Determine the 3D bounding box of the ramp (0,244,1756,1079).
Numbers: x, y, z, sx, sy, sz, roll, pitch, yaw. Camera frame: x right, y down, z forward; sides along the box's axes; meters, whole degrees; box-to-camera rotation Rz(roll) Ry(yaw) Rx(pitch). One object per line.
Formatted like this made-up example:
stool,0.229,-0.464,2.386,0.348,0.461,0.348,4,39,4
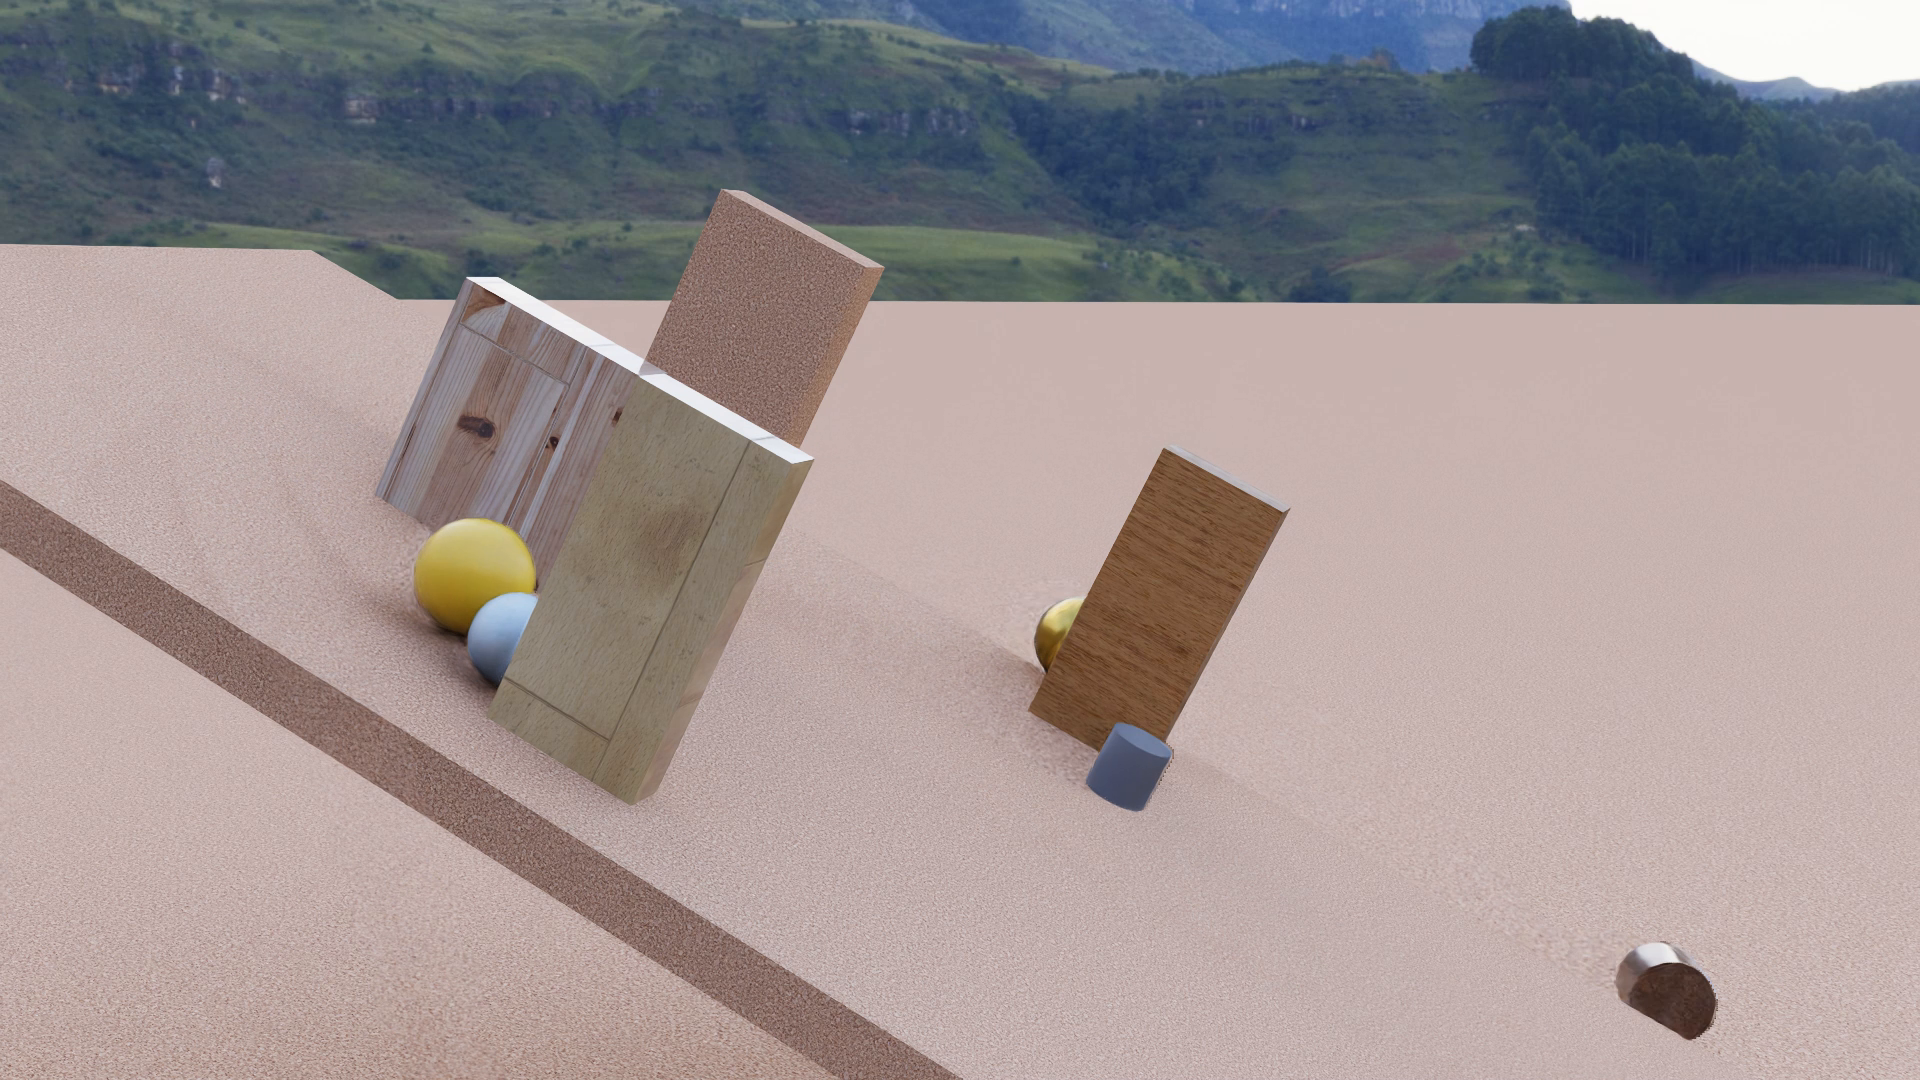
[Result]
ramp,-0.235,0.394,4.155,4.000,0.100,2.000,29,14,12

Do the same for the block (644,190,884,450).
block,-0.467,-0.264,4.313,0.328,0.768,0.109,29,14,12

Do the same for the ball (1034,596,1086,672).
ball,0.272,0.232,5.027,0.205,0.205,0.205,0,7,0

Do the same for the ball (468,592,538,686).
ball,-0.721,0.164,3.575,0.155,0.155,0.155,0,7,0

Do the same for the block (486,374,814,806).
block,-0.482,0.077,3.392,0.277,0.601,0.093,29,14,12

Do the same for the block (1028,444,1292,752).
block,0.422,0.148,4.682,0.282,0.644,0.115,29,14,12

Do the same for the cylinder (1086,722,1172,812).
cylinder,0.343,0.462,4.473,0.130,0.130,0.130,25,14,-7

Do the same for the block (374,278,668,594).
block,-0.818,-0.196,4.087,0.388,0.453,0.119,29,14,12

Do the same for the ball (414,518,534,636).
ball,-0.814,0.062,3.686,0.199,0.199,0.199,0,7,0
